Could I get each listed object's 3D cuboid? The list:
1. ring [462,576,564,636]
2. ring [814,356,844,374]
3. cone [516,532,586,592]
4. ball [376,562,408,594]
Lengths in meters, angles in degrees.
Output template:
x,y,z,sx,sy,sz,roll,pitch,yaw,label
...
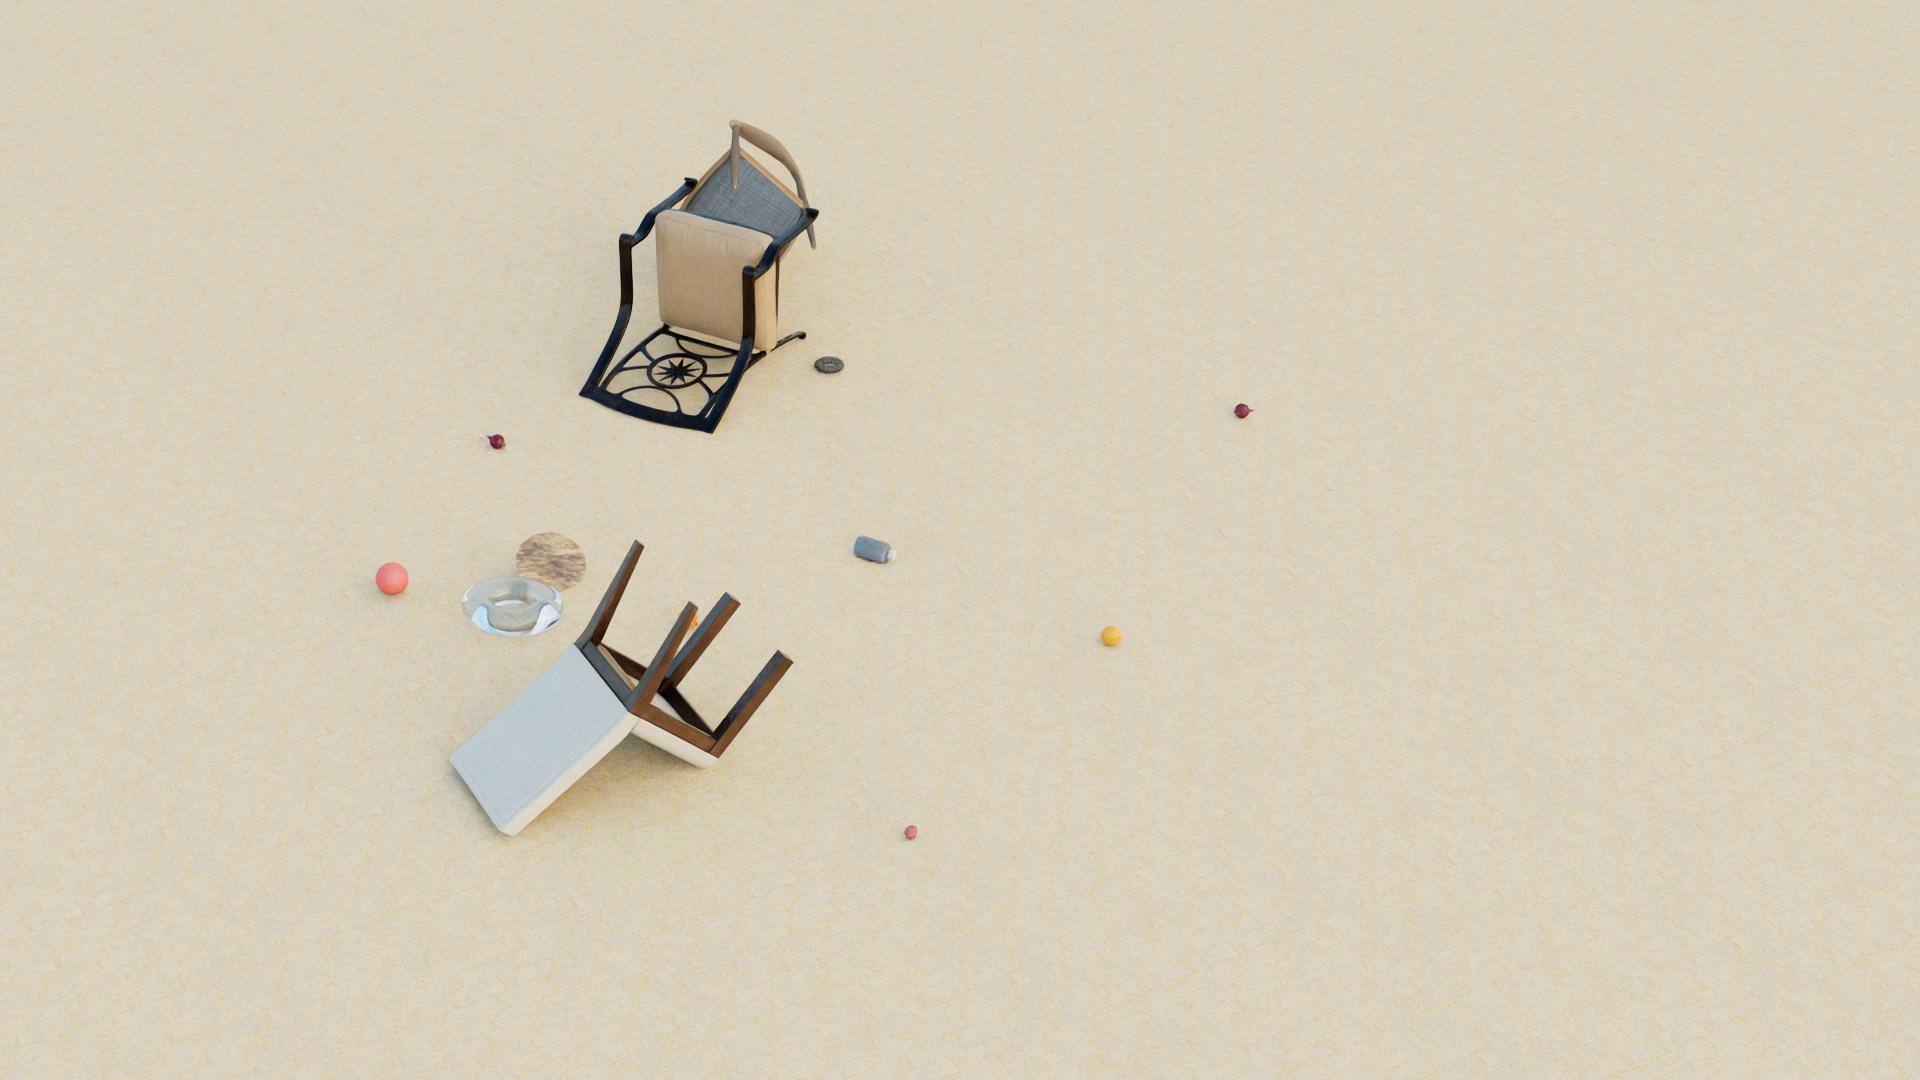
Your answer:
x,y,z,sx,sy,sz,roll,pitch,yaw,label
-1.600,0.237,10.496,0.381,0.101,0.299,9,34,15,ring
-0.535,-0.717,12.007,0.125,0.028,0.121,-11,35,-17,ring
-1.507,0.096,10.725,0.261,0.115,0.223,6,73,-19,cone
-2.058,0.139,10.626,0.118,0.118,0.118,0,33,0,ball
